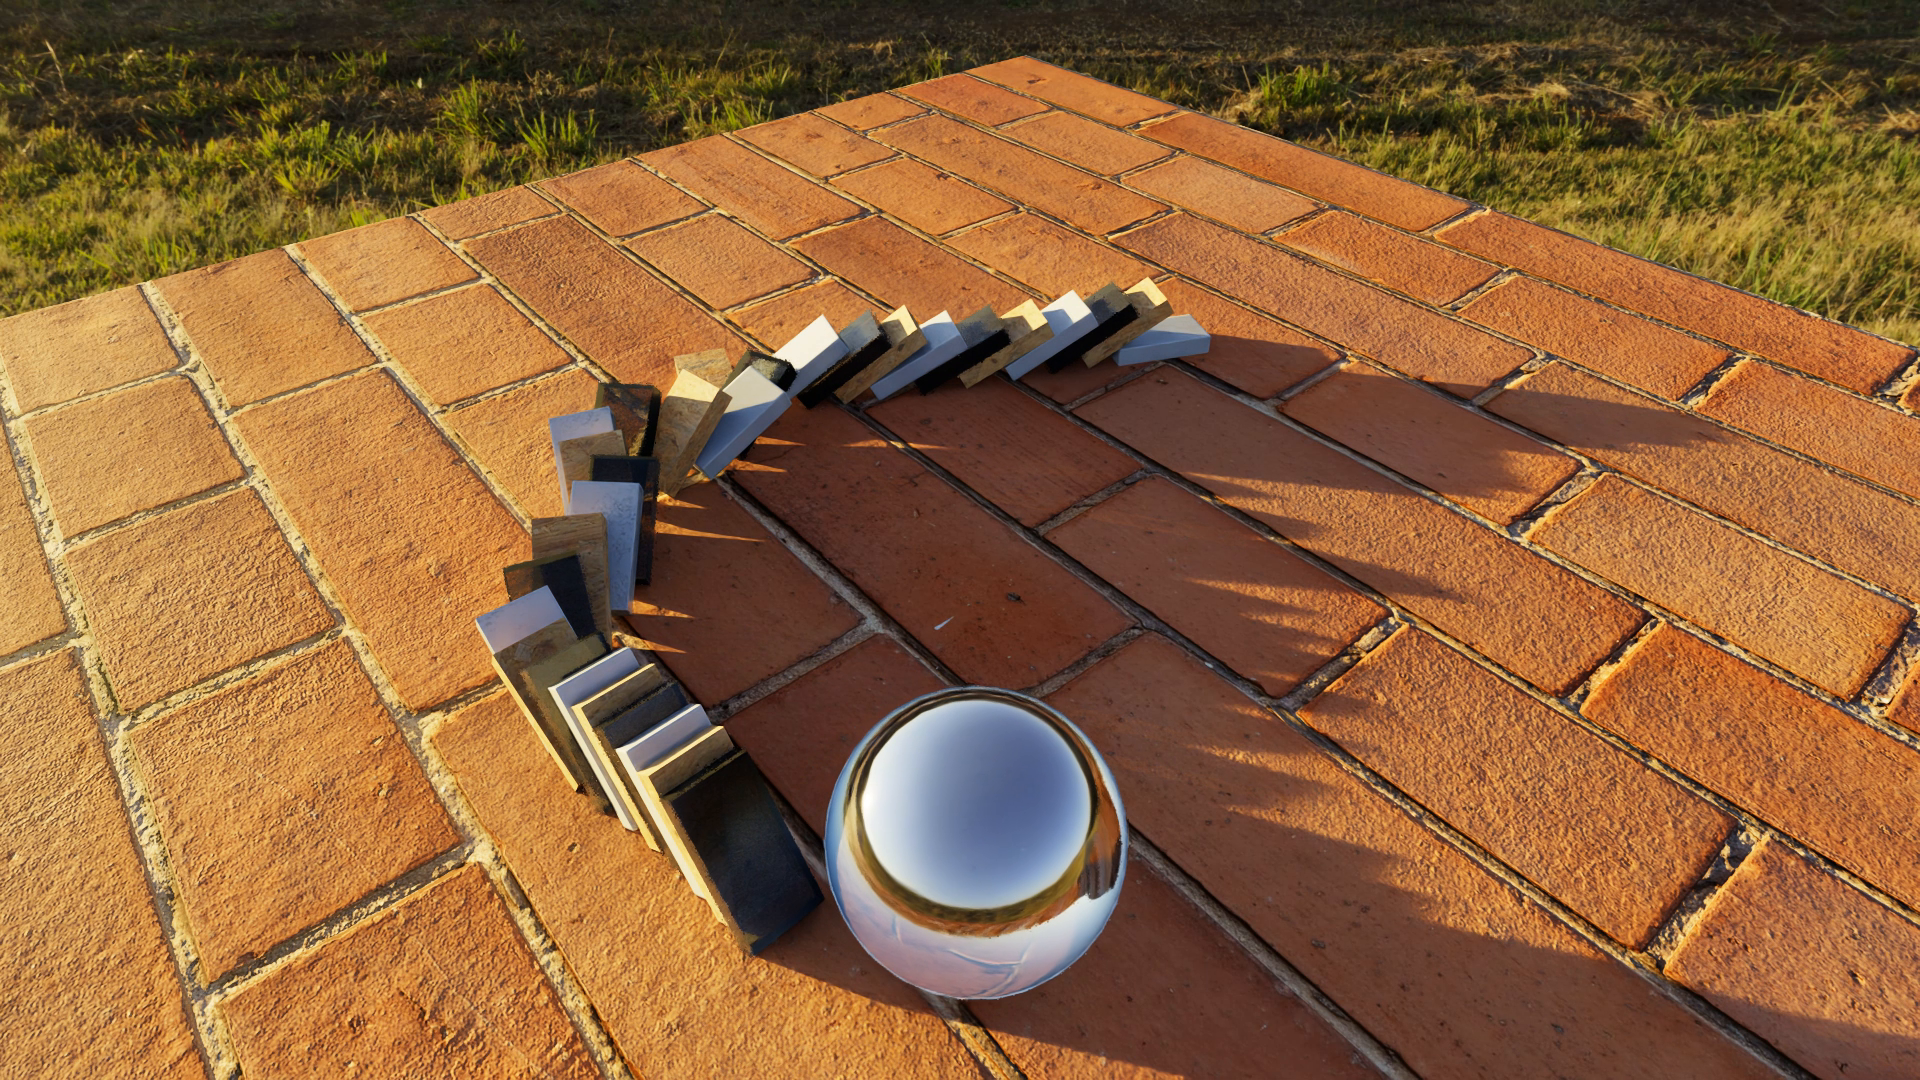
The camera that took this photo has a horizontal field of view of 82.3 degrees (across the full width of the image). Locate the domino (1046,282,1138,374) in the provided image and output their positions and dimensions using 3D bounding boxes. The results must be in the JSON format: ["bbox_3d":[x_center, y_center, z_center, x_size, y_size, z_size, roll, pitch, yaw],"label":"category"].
[{"bbox_3d":[0.062,-0.107,0.555,0.050,0.010,0.025,-33,41,9],"label":"domino"}]

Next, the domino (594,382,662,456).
[{"bbox_3d":[-0.145,-0.042,0.470,0.025,0.009,0.050,3,78,10],"label":"domino"}]

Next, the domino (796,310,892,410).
[{"bbox_3d":[-0.058,-0.087,0.528,0.050,0.010,0.025,-36,41,10],"label":"domino"}]

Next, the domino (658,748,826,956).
[{"bbox_3d":[-0.061,0.087,0.308,0.025,0.050,0.009,-32,13,-33],"label":"domino"}]

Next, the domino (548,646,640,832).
[{"bbox_3d":[-0.103,0.061,0.340,0.025,0.050,0.009,-31,12,-32],"label":"domino"}]

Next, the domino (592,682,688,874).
[{"bbox_3d":[-0.085,0.071,0.328,0.025,0.050,0.009,-33,14,-33],"label":"domino"}]

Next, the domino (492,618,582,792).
[{"bbox_3d":[-0.127,0.053,0.358,0.025,0.009,0.050,-32,83,-32],"label":"domino"}]

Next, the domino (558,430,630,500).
[{"bbox_3d":[-0.144,-0.018,0.443,0.025,0.010,0.050,-13,75,-9],"label":"domino"}]

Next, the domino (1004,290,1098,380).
[{"bbox_3d":[0.042,-0.102,0.550,0.050,0.009,0.025,-33,41,6],"label":"domino"}]

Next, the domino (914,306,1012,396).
[{"bbox_3d":[-0.002,-0.094,0.541,0.050,0.009,0.025,-30,42,5],"label":"domino"}]

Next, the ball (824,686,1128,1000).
[{"bbox_3d":[0.004,0.079,0.292,0.080,0.080,0.080,0,39,0],"label":"ball"}]

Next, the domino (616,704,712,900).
[{"bbox_3d":[-0.077,0.076,0.322,0.025,0.050,0.010,-32,13,-33],"label":"domino"}]

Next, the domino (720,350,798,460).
[{"bbox_3d":[-0.099,-0.063,0.504,0.025,0.010,0.050,19,67,22],"label":"domino"}]

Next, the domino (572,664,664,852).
[{"bbox_3d":[-0.094,0.066,0.334,0.025,0.050,0.009,-32,13,-33],"label":"domino"}]

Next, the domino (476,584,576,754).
[{"bbox_3d":[-0.138,0.043,0.369,0.025,0.009,0.050,-29,82,-28],"label":"domino"}]

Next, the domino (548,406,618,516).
[{"bbox_3d":[-0.153,-0.028,0.456,0.025,0.009,0.050,-13,75,-7],"label":"domino"}]

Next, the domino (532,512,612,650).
[{"bbox_3d":[-0.142,0.016,0.403,0.025,0.009,0.050,-6,74,-7],"label":"domino"}]

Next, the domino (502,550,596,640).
[{"bbox_3d":[-0.142,0.031,0.386,0.025,0.009,0.050,-14,73,-17],"label":"domino"}]

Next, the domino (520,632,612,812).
[{"bbox_3d":[-0.114,0.057,0.346,0.025,0.050,0.009,-31,11,-32],"label":"domino"}]

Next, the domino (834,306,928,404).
[{"bbox_3d":[-0.041,-0.090,0.532,0.050,0.009,0.025,-36,41,10],"label":"domino"}]

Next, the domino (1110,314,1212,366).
[{"bbox_3d":[0.101,-0.104,0.570,0.050,0.010,0.025,-10,40,-12],"label":"domino"}]

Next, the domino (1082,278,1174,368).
[{"bbox_3d":[0.081,-0.110,0.558,0.050,0.009,0.025,-33,41,9],"label":"domino"}]

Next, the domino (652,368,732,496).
[{"bbox_3d":[-0.122,-0.046,0.476,0.025,0.010,0.050,29,88,31],"label":"domino"}]

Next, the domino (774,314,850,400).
[{"bbox_3d":[-0.078,-0.083,0.525,0.050,0.010,0.025,-38,44,5],"label":"domino"}]

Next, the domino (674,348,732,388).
[{"bbox_3d":[-0.122,-0.076,0.536,0.025,0.009,0.050,-13,41,-15],"label":"domino"}]

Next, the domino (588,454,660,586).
[{"bbox_3d":[-0.133,-0.008,0.431,0.025,0.010,0.050,2,73,-5],"label":"domino"}]

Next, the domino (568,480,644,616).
[{"bbox_3d":[-0.136,0.003,0.417,0.025,0.009,0.050,2,73,-5],"label":"domino"}]

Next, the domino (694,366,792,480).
[{"bbox_3d":[-0.102,-0.052,0.488,0.025,0.010,0.050,37,75,27],"label":"domino"}]

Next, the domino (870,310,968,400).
[{"bbox_3d":[-0.023,-0.090,0.537,0.050,0.009,0.025,-30,42,5],"label":"domino"}]

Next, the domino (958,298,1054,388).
[{"bbox_3d":[0.019,-0.098,0.546,0.050,0.010,0.025,-30,42,5],"label":"domino"}]

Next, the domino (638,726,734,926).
[{"bbox_3d":[-0.069,0.081,0.315,0.025,0.050,0.010,-32,13,-33],"label":"domino"}]
